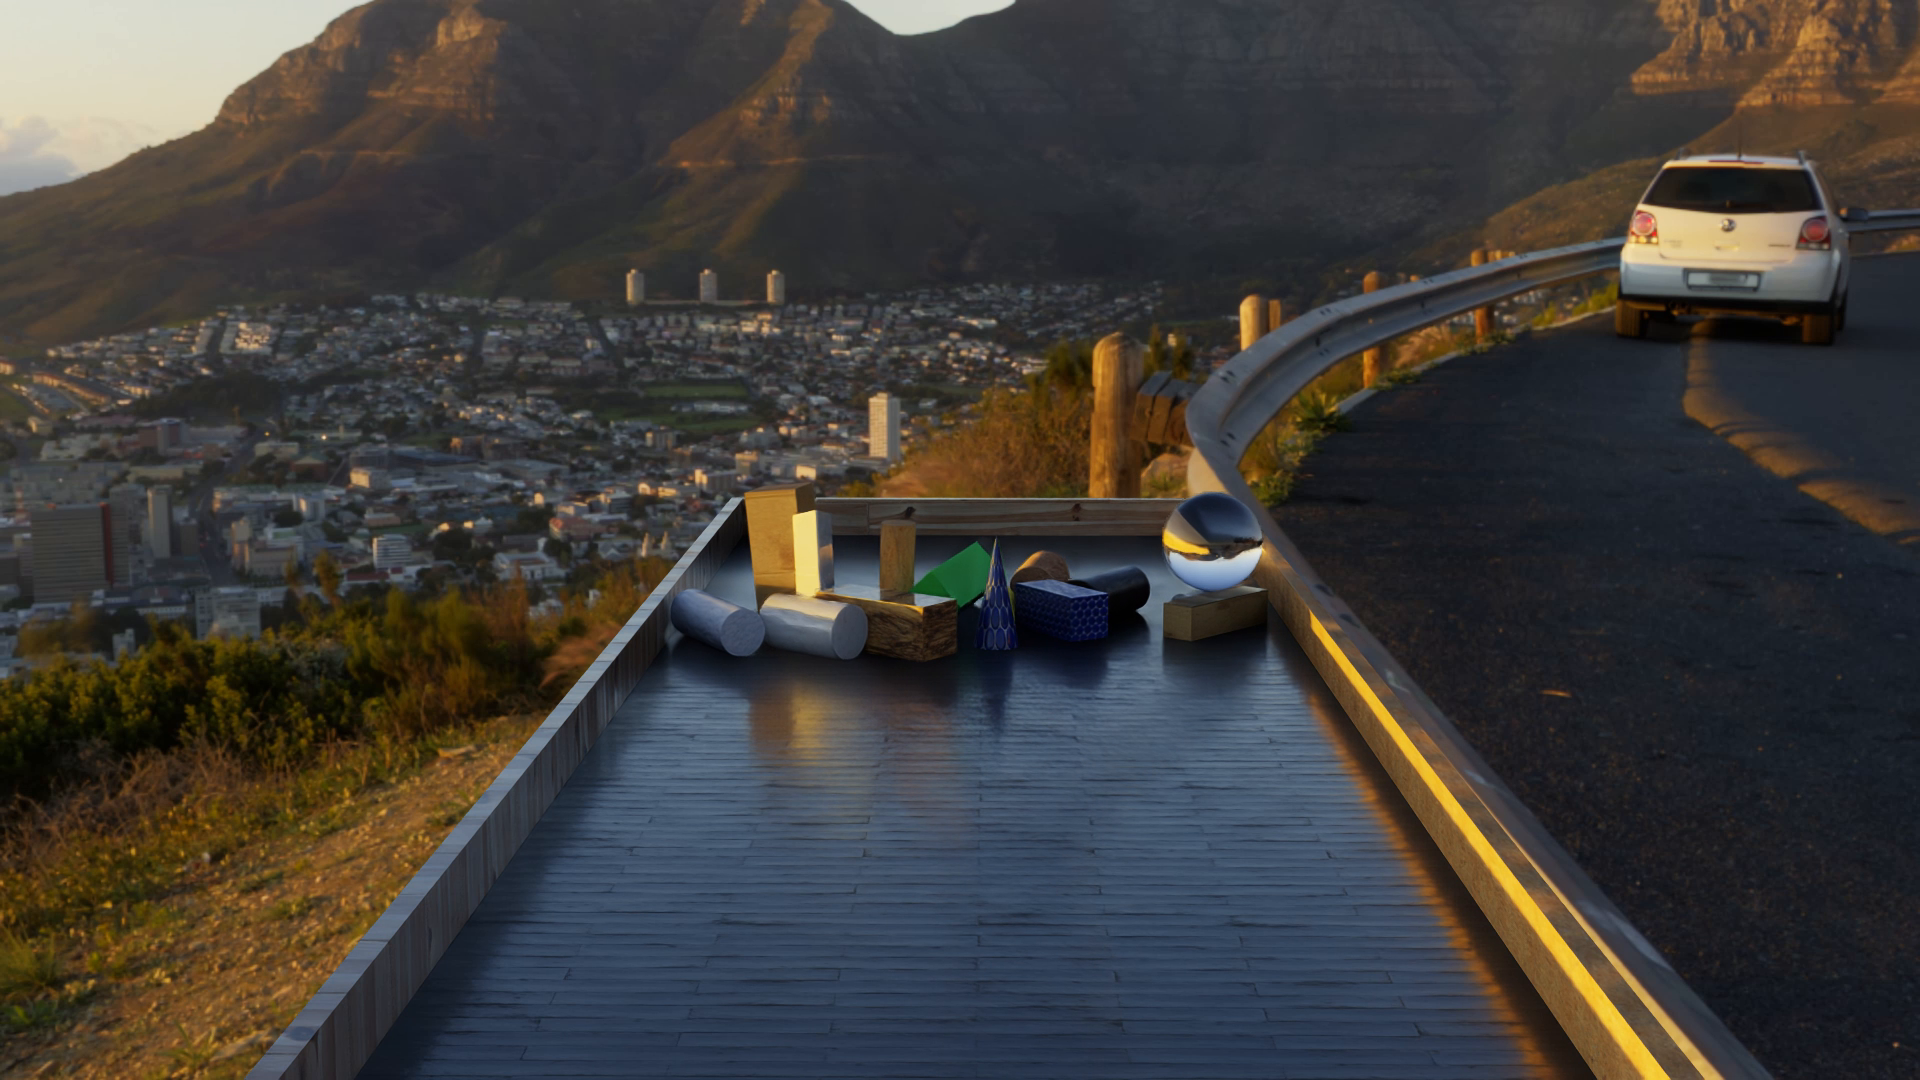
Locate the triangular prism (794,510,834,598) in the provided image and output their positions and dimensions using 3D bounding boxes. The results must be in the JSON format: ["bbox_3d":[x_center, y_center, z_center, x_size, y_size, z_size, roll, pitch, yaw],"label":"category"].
[{"bbox_3d":[-0.447,0.109,7.059,0.106,0.394,0.122,3,-9,-42],"label":"triangular prism"}]

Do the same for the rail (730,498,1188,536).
[{"bbox_3d":[0.099,-0.098,9.147,2.100,0.150,0.050,0,9,1],"label":"rail"}]

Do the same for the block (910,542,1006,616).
[{"bbox_3d":[-0.020,0.155,7.220,0.151,0.151,0.380,-42,-5,28],"label":"block"}]

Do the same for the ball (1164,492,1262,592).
[{"bbox_3d":[0.901,0.007,7.837,0.354,0.354,0.354,0,9,0],"label":"ball"}]

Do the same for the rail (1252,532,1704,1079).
[{"bbox_3d":[1.046,0.843,3.208,0.050,0.150,12.000,0,9,1],"label":"rail"}]

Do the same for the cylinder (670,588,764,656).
[{"bbox_3d":[-0.765,0.258,6.909,0.149,0.149,0.405,-5,10,-29],"label":"cylinder"}]

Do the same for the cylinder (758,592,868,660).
[{"bbox_3d":[-0.454,0.265,6.790,0.304,0.171,0.171,7,11,38],"label":"cylinder"}]

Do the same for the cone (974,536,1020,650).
[{"bbox_3d":[0.114,0.156,6.888,0.144,0.357,0.144,0,9,0],"label":"cone"}]

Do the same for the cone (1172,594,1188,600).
[{"bbox_3d":[0.870,0.233,7.377,0.393,0.103,0.103,2,5,-43],"label":"cone"}]

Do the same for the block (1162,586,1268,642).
[{"bbox_3d":[0.835,0.237,7.162,0.111,0.111,0.421,8,12,42],"label":"block"}]

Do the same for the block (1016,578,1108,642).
[{"bbox_3d":[0.328,0.226,7.125,0.142,0.142,0.320,-6,11,-32],"label":"block"}]

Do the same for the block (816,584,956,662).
[{"bbox_3d":[-0.231,0.256,6.852,0.428,0.170,0.170,7,11,37],"label":"block"}]

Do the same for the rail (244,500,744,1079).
[{"bbox_3d":[-1.004,0.839,3.234,0.050,0.150,12.000,0,9,1],"label":"rail"}]

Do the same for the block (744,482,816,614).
[{"bbox_3d":[-0.570,0.049,7.225,0.176,0.447,0.176,-4,8,16],"label":"block"}]

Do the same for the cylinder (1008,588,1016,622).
[{"bbox_3d":[0.130,0.233,7.209,0.103,0.103,0.407,0,9,2],"label":"cylinder"}]

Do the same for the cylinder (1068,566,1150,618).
[{"bbox_3d":[0.483,0.185,7.356,0.153,0.153,0.339,6,11,35],"label":"cylinder"}]

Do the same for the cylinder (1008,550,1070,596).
[{"bbox_3d":[0.274,0.145,7.572,0.164,0.164,0.347,2,9,10],"label":"cylinder"}]

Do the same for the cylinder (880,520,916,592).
[{"bbox_3d":[-0.207,0.112,7.186,0.114,0.344,0.114,2,11,0],"label":"cylinder"}]
